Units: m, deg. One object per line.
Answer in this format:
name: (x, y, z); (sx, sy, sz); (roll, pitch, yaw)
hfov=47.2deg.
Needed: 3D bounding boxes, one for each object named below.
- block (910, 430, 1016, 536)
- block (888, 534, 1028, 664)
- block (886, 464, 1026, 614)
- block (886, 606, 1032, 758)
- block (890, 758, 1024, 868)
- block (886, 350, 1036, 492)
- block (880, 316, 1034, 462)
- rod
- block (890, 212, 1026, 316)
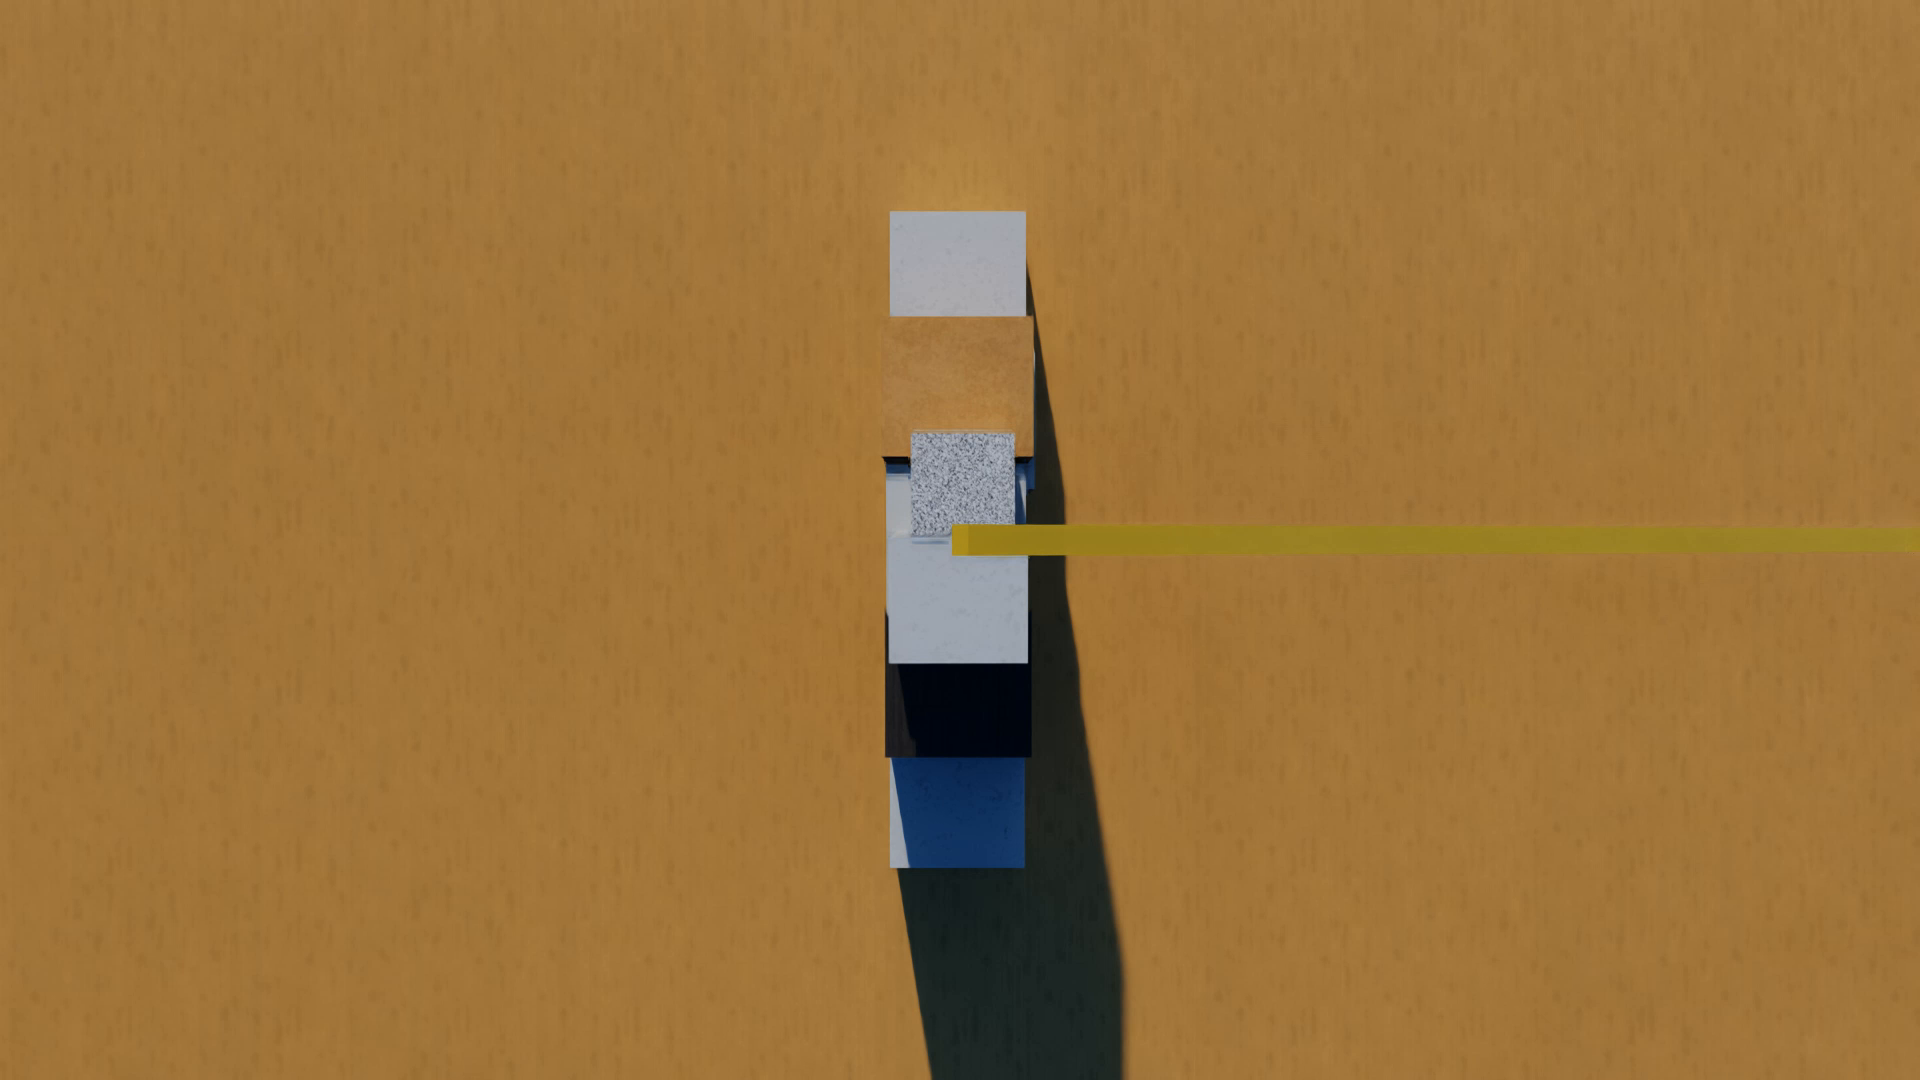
block: (0.015, -0.290, 10.982); (0.507, 0.542, 0.505); (0, 95, 0)
block: (-0.008, 0.286, 11.025); (0.680, 0.567, 0.614); (0, 92, 0)
block: (-0.020, -0.022, 11.717); (0.717, 0.840, 0.765); (0, 92, 0)
block: (-0.009, 0.757, 11.942); (0.774, 0.643, 0.785); (0, 90, 0)
block: (-0.015, 1.483, 12.634); (0.754, 0.731, 0.694); (0, 90, 0)
block: (0.003, -0.662, 12.564); (0.821, 0.873, 0.763); (0, 90, 0)
block: (-0.014, -0.785, 11.685); (0.780, 0.885, 0.716); (0, 90, 0)
rod: (2.234, 0.000, 6.951); (5.200, 0.080, 0.080); (0, 90, -31)
block: (-0.011, -1.442, 12.623); (0.758, 0.754, 0.776); (0, 90, 0)
